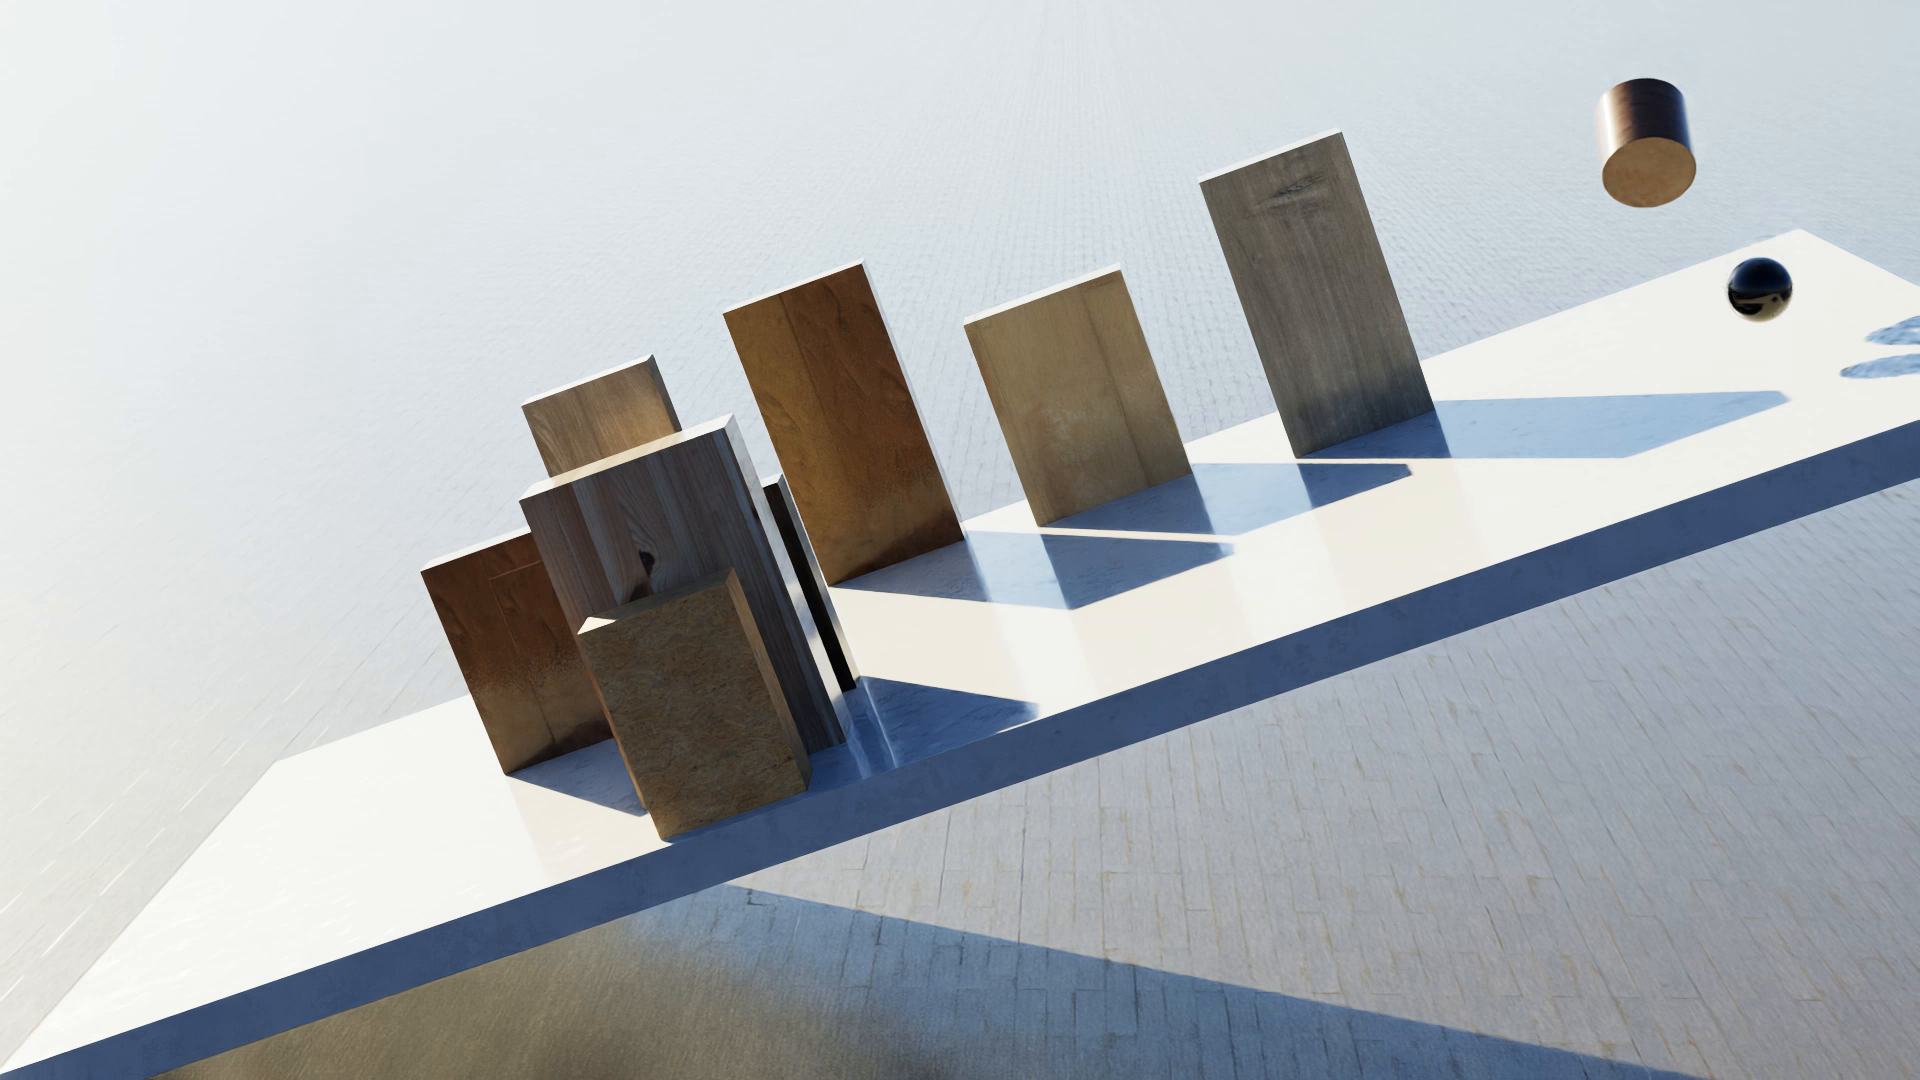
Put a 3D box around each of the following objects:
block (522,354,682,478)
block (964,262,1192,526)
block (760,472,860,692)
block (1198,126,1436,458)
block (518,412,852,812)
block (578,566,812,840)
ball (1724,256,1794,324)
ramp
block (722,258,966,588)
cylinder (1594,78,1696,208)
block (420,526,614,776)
[{"bbox_3d":[-0.631,0.025,6.095,0.277,0.771,0.090,-19,11,6],"label":"block"},{"bbox_3d":[0.277,-0.339,6.883,0.385,0.508,0.122,-19,11,6],"label":"block"},{"bbox_3d":[-0.485,0.151,6.051,0.421,0.457,0.101,-19,11,6],"label":"block"},{"bbox_3d":[0.797,-0.552,6.581,0.330,0.659,0.117,-19,11,6],"label":"block"},{"bbox_3d":[-0.523,0.140,5.672,0.419,0.652,0.149,-19,11,6],"label":"block"},{"bbox_3d":[-0.486,0.302,5.442,0.290,0.418,0.128,-19,11,6],"label":"block"},{"bbox_3d":[1.564,-0.489,5.753,0.130,0.130,0.130,0,13,0],"label":"ball"},{"bbox_3d":[0.115,0.177,6.298,4.000,0.100,2.000,-19,11,6],"label":"ramp"},{"bbox_3d":[-0.273,-0.280,7.061,0.353,0.708,0.103,-19,11,6],"label":"block"},{"bbox_3d":[1.454,-0.843,6.245,0.195,0.195,0.195,1,48,4],"label":"cylinder"},{"bbox_3d":[-0.940,0.232,6.398,0.287,0.486,0.101,-19,11,6],"label":"block"}]
